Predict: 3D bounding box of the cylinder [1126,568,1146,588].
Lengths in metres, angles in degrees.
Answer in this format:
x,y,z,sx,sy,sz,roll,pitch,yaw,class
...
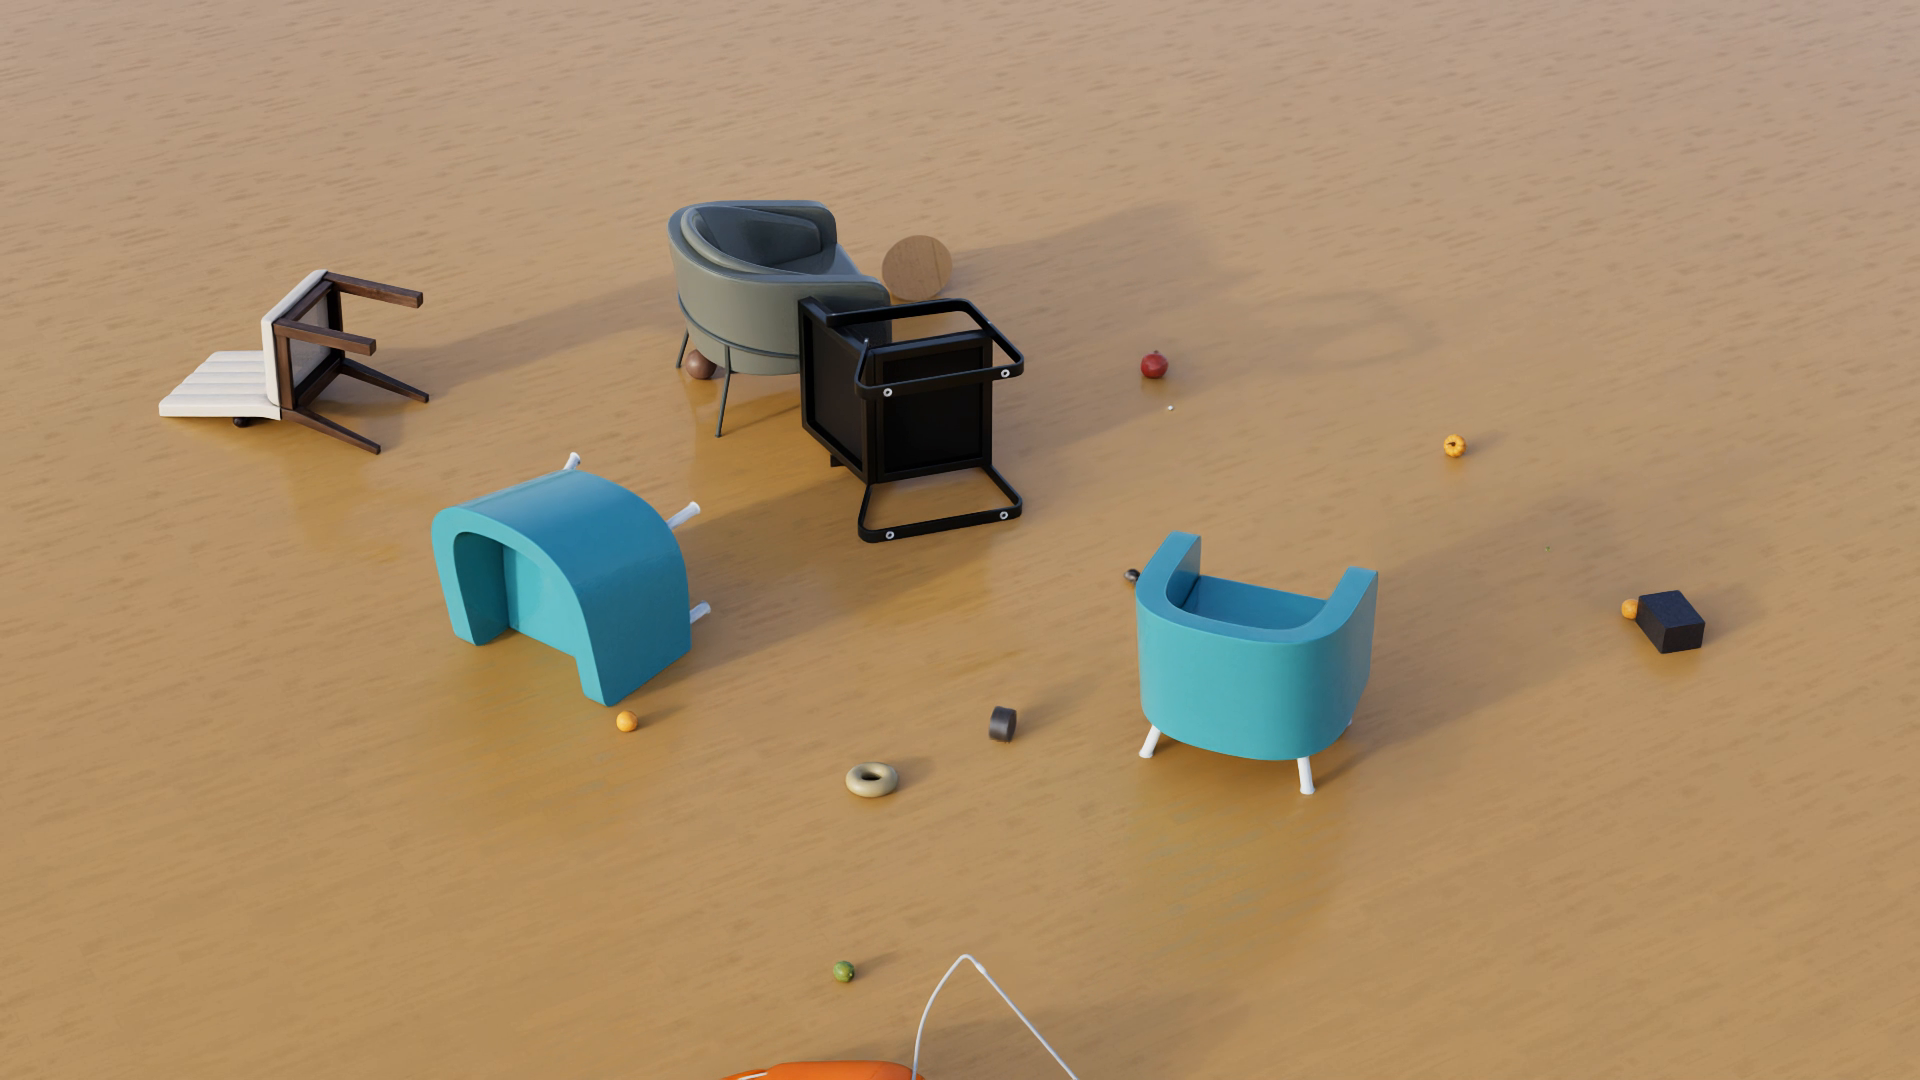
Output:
x,y,z,sx,sy,sz,roll,pitch,yaw,class
0.642,0.139,10.699,0.071,0.037,0.059,50,29,16,cylinder

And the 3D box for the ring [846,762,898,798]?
x,y,z,sx,sy,sz,roll,pitch,yaw,class
-0.291,0.792,9.692,0.176,0.057,0.156,-5,33,-9,ring

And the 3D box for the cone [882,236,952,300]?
x,y,z,sx,sy,sz,roll,pitch,yaw,class
-0.243,-1.186,12.628,0.320,0.276,0.348,-16,15,-17,cone

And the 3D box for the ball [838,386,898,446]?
x,y,z,sx,sy,sz,roll,pitch,yaw,class
-0.363,-0.488,11.472,0.234,0.234,0.234,0,33,0,ball

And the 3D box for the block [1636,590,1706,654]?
x,y,z,sx,sy,sz,roll,pitch,yaw,class
2.519,0.290,10.403,0.153,0.111,0.209,-8,34,-12,block
